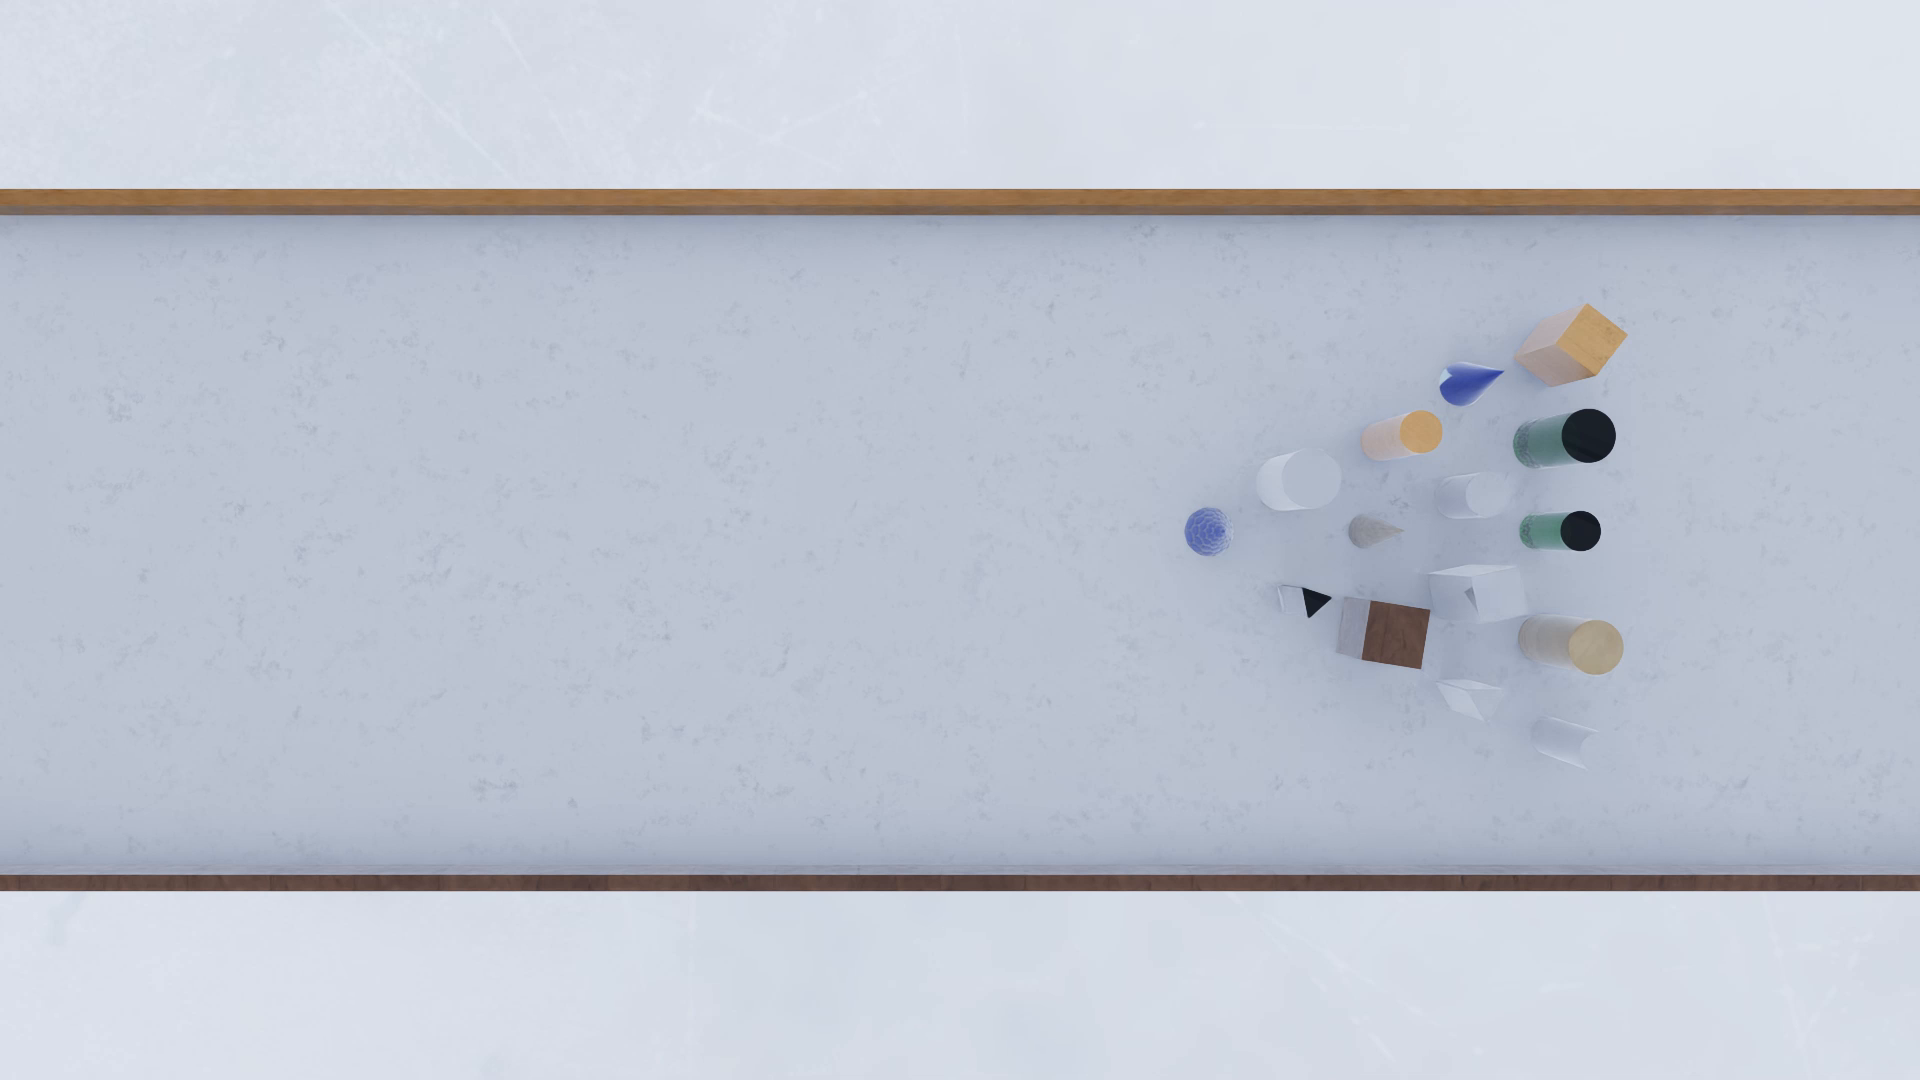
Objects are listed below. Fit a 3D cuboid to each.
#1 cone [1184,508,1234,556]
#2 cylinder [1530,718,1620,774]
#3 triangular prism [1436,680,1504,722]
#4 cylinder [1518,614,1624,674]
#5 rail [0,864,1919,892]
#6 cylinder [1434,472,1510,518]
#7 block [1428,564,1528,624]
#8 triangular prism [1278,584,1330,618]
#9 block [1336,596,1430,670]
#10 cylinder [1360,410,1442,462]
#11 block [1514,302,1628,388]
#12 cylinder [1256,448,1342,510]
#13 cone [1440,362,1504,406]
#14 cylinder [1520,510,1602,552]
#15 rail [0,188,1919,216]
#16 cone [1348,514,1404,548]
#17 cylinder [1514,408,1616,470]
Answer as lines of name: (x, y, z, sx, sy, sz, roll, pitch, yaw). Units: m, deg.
cone: (0.767, -0.025, 4.922, 0.152, 0.310, 0.152, 0, 90, 0)
cylinder: (1.815, 0.603, 4.877, 0.117, 0.398, 0.117, 0, 90, 0)
triangular prism: (1.529, 0.455, 4.915, 0.091, 0.322, 0.105, -31, 90, 0)
cylinder: (1.796, 0.303, 4.866, 0.156, 0.421, 0.156, 0, 90, 0)
rail: (-2.247, 1.025, 5.001, 12.000, 0.150, 0.050, 0, 90, 0)
cylinder: (1.526, -0.131, 4.922, 0.132, 0.308, 0.132, 0, 90, 0)
block: (1.518, 0.156, 4.860, 0.136, 0.433, 0.136, -12, 90, 0)
triangular prism: (1.003, 0.165, 4.892, 0.088, 0.370, 0.076, -42, 90, 0)
block: (1.257, 0.273, 4.916, 0.174, 0.321, 0.174, 9, 90, 0)
cylinder: (1.292, -0.303, 4.849, 0.121, 0.456, 0.121, 0, 90, 0)
block: (1.805, -0.574, 4.894, 0.149, 0.365, 0.149, 38, 90, 0)
cylinder: (0.994, -0.174, 4.871, 0.169, 0.410, 0.169, 0, 90, 0)
cone: (1.544, -0.479, 4.877, 0.139, 0.400, 0.139, 0, 90, 0)
cylinder: (1.780, -0.026, 4.902, 0.117, 0.348, 0.117, 0, 90, 0)
rail: (-2.247, -1.025, 5.002, 12.000, 0.150, 0.050, 0, 90, 0)
cone: (1.249, -0.026, 4.852, 0.108, 0.450, 0.108, 0, 90, 0)
cylinder: (1.779, -0.295, 4.872, 0.155, 0.410, 0.155, 0, 90, 0)
